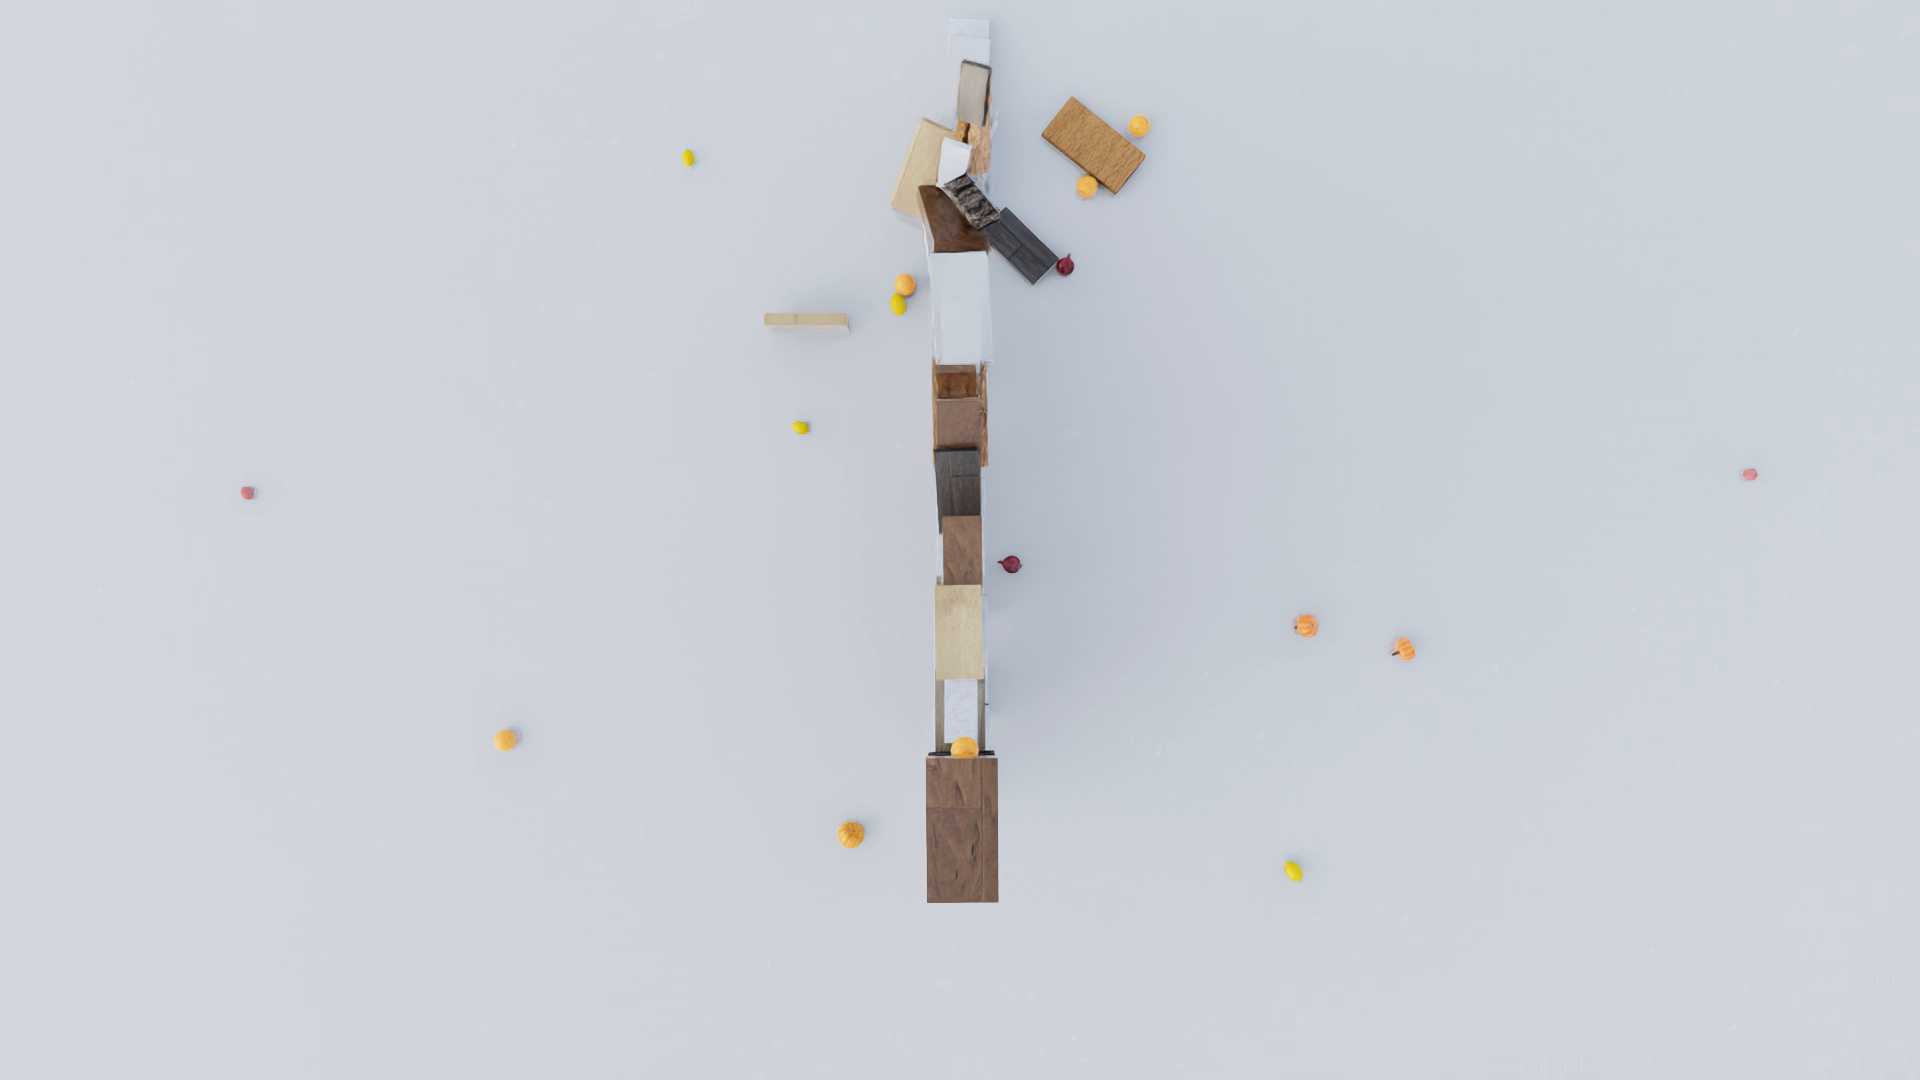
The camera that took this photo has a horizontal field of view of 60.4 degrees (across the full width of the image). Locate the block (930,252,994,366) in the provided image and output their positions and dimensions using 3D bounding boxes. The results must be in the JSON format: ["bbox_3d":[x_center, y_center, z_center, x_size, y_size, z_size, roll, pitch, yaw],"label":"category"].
[{"bbox_3d":[0.004,-0.709,5.061,0.176,0.050,0.351,-2,78,-5],"label":"block"}]

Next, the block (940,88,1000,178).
[{"bbox_3d":[-0.004,-1.300,5.395,0.158,0.045,0.316,23,90,0],"label":"block"}]

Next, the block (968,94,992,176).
[{"bbox_3d":[0.063,-1.298,5.272,0.035,0.124,0.247,7,108,15],"label":"block"}]

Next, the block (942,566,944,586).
[{"bbox_3d":[0.004,0.102,4.423,0.102,0.203,0.029,-1,100,0],"label":"block"}]

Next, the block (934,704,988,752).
[{"bbox_3d":[0.004,0.683,5.132,0.172,0.049,0.344,0,90,0],"label":"block"}]

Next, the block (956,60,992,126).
[{"bbox_3d":[0.042,-1.348,4.978,0.090,0.026,0.181,21,130,18],"label":"block"}]

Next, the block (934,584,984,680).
[{"bbox_3d":[-0.003,0.238,4.263,0.121,0.034,0.242,-1,90,0],"label":"block"}]

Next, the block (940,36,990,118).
[{"bbox_3d":[0.018,-1.519,5.443,0.134,0.038,0.268,7,90,0],"label":"block"}]

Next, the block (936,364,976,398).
[{"bbox_3d":[-0.011,-0.438,5.009,0.115,0.230,0.033,-1,50,0],"label":"block"}]

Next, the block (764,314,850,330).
[{"bbox_3d":[-0.504,-0.719,5.433,0.268,0.134,0.038,0,90,0],"label":"block"}]

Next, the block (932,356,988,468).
[{"bbox_3d":[-0.001,-0.398,5.132,0.171,0.048,0.342,-1,90,0],"label":"block"}]

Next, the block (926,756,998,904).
[{"bbox_3d":[0.006,0.720,4.109,0.179,0.051,0.358,0,90,0],"label":"block"}]

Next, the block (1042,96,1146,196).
[{"bbox_3d":[0.444,-1.309,5.478,0.316,0.045,0.158,39,90,0],"label":"block"}]

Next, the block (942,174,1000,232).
[{"bbox_3d":[0.036,-1.051,5.136,0.090,0.026,0.181,-33,80,-28],"label":"block"}]

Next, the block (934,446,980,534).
[{"bbox_3d":[-0.005,-0.133,4.449,0.116,0.033,0.231,-3,110,1],"label":"block"}]

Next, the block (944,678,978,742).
[{"bbox_3d":[0.003,0.444,4.311,0.085,0.024,0.170,0,90,0],"label":"block"}]

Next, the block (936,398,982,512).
[{"bbox_3d":[-0.002,-0.227,4.449,0.116,0.033,0.311,-1,110,0],"label":"block"}]

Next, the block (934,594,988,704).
[{"bbox_3d":[0.003,0.339,5.141,0.167,0.047,0.335,0,90,0],"label":"block"}]

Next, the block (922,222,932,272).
[{"bbox_3d":[-0.014,-0.901,5.249,0.175,0.050,0.439,-4,52,-5],"label":"block"}]

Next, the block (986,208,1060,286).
[{"bbox_3d":[0.198,-0.974,5.482,0.247,0.035,0.124,44,90,0],"label":"block"}]

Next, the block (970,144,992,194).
[{"bbox_3d":[0.000,-1.155,5.439,0.158,0.045,0.316,9,90,0],"label":"block"}]

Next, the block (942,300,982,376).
[{"bbox_3d":[0.003,-0.612,4.995,0.115,0.033,0.230,2,78,-3],"label":"block"}]

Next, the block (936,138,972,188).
[{"bbox_3d":[-0.018,-1.179,5.208,0.090,0.181,0.026,20,52,8],"label":"block"}]

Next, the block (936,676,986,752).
[{"bbox_3d":[0.001,0.487,4.512,0.136,0.039,0.272,0,90,0],"label":"block"}]

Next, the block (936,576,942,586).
[{"bbox_3d":[-0.002,0.223,4.539,0.123,0.035,0.247,-1,90,0],"label":"block"}]

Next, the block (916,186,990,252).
[{"bbox_3d":[-0.024,-1.012,5.226,0.175,0.351,0.050,-1,132,-12],"label":"block"}]

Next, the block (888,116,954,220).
[{"bbox_3d":[-0.124,-1.202,5.341,0.124,0.035,0.304,24,119,0],"label":"block"}]

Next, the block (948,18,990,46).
[{"bbox_3d":[0.014,-1.348,5.481,0.134,0.038,0.757,3,90,0],"label":"block"}]

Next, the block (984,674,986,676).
[{"bbox_3d":[0.002,0.396,4.667,0.136,0.272,0.039,0,90,0],"label":"block"}]

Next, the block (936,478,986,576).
[{"bbox_3d":[0.001,-0.036,4.545,0.135,0.038,0.270,0,90,0],"label":"block"}]

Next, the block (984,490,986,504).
[{"bbox_3d":[0.004,-0.119,4.700,0.135,0.270,0.038,-6,90,0],"label":"block"}]

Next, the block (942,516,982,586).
[{"bbox_3d":[0.007,0.039,4.307,0.102,0.029,0.203,0,89,0],"label":"block"}]

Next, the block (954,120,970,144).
[{"bbox_3d":[0.021,-1.289,5.290,0.033,0.116,0.231,11,77,22],"label":"block"}]

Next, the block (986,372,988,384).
[{"bbox_3d":[0.001,-0.516,5.328,0.171,0.342,0.048,0,94,0],"label":"block"}]

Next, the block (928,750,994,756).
[{"bbox_3d":[0.004,0.602,4.314,0.179,0.358,0.051,-2,91,0],"label":"block"}]
